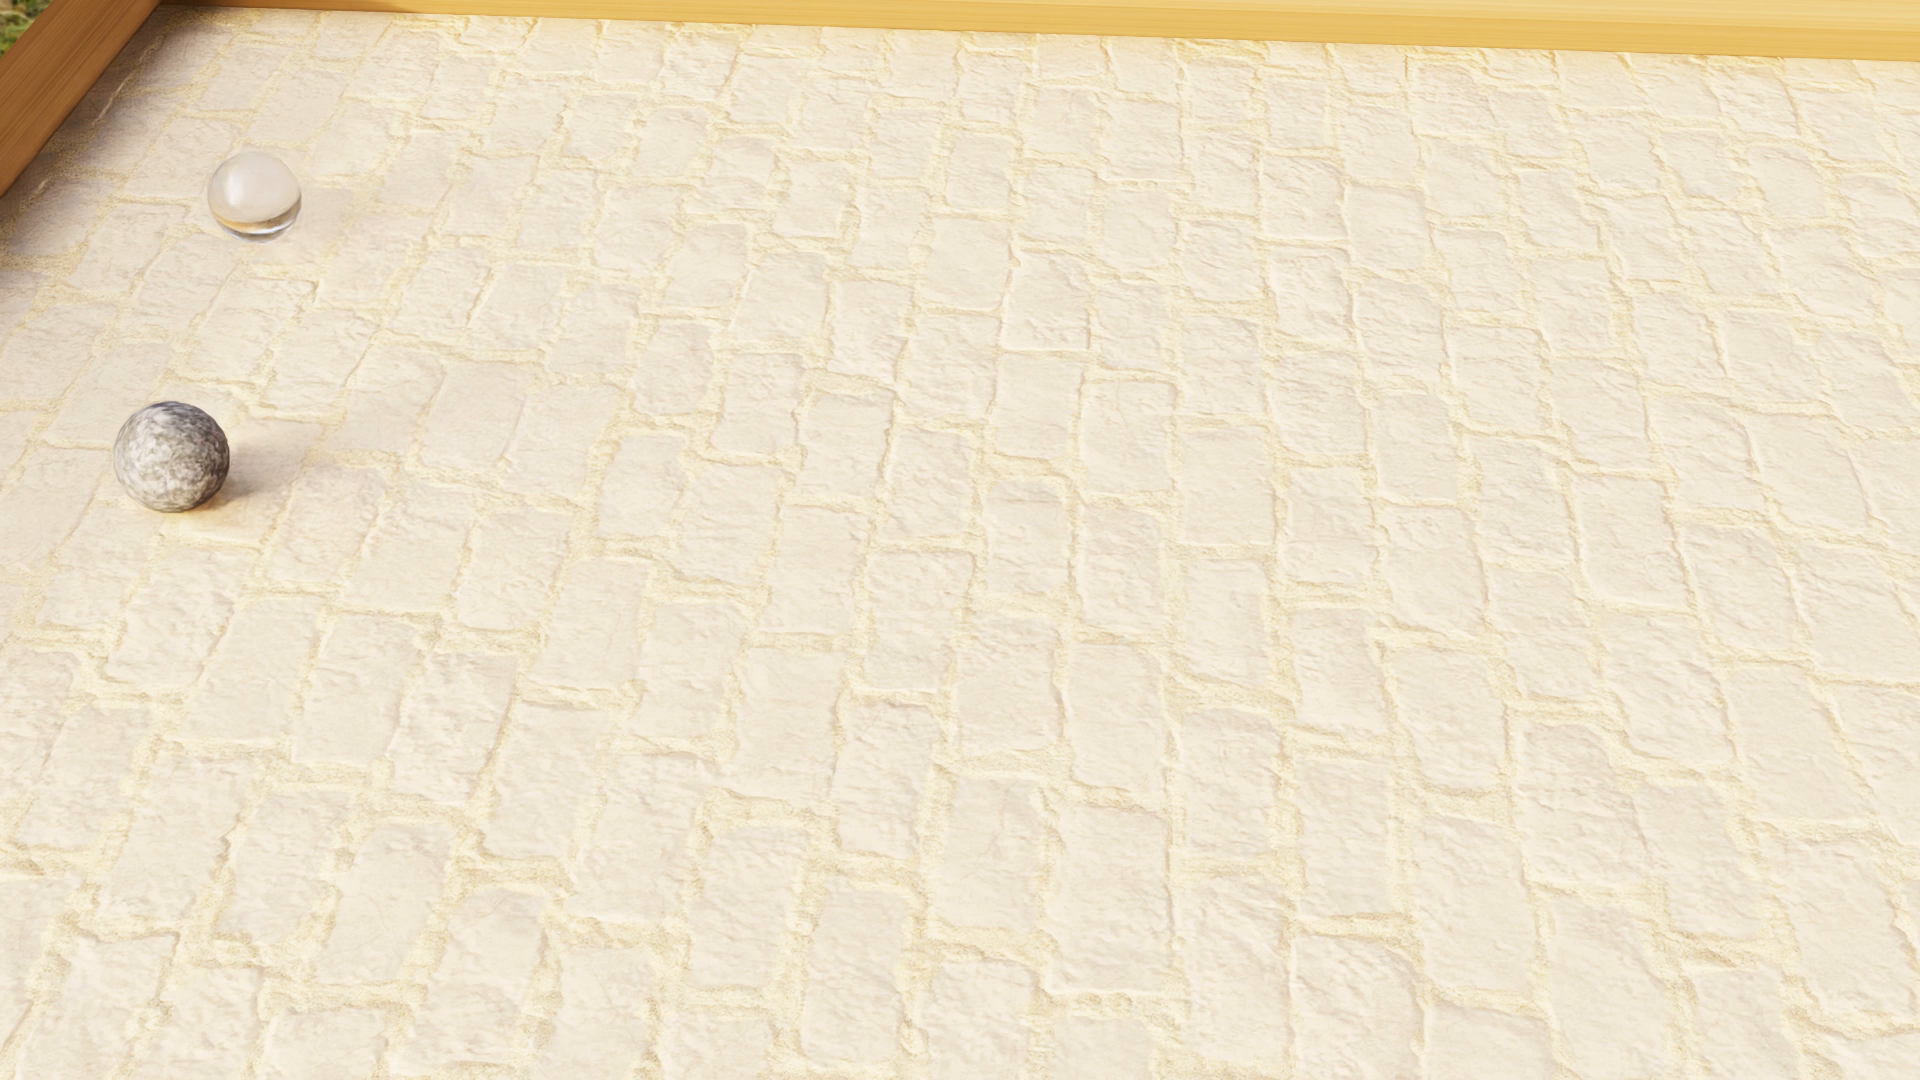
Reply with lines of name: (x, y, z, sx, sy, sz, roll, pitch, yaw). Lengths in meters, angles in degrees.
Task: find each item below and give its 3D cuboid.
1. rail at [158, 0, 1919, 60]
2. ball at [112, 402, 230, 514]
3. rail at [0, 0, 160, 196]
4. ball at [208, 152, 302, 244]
rail: (0.950, -0.492, 2.426, 3.531, 0.105, 0.045, 3, 35, 4)
ball: (-0.565, -0.059, 1.838, 0.081, 0.081, 0.081, 0, 35, 0)
rail: (-0.857, -0.050, 1.802, 0.045, 0.105, 1.850, 3, 35, 4)
ball: (-0.595, -0.289, 2.165, 0.077, 0.077, 0.077, 0, 35, 0)
